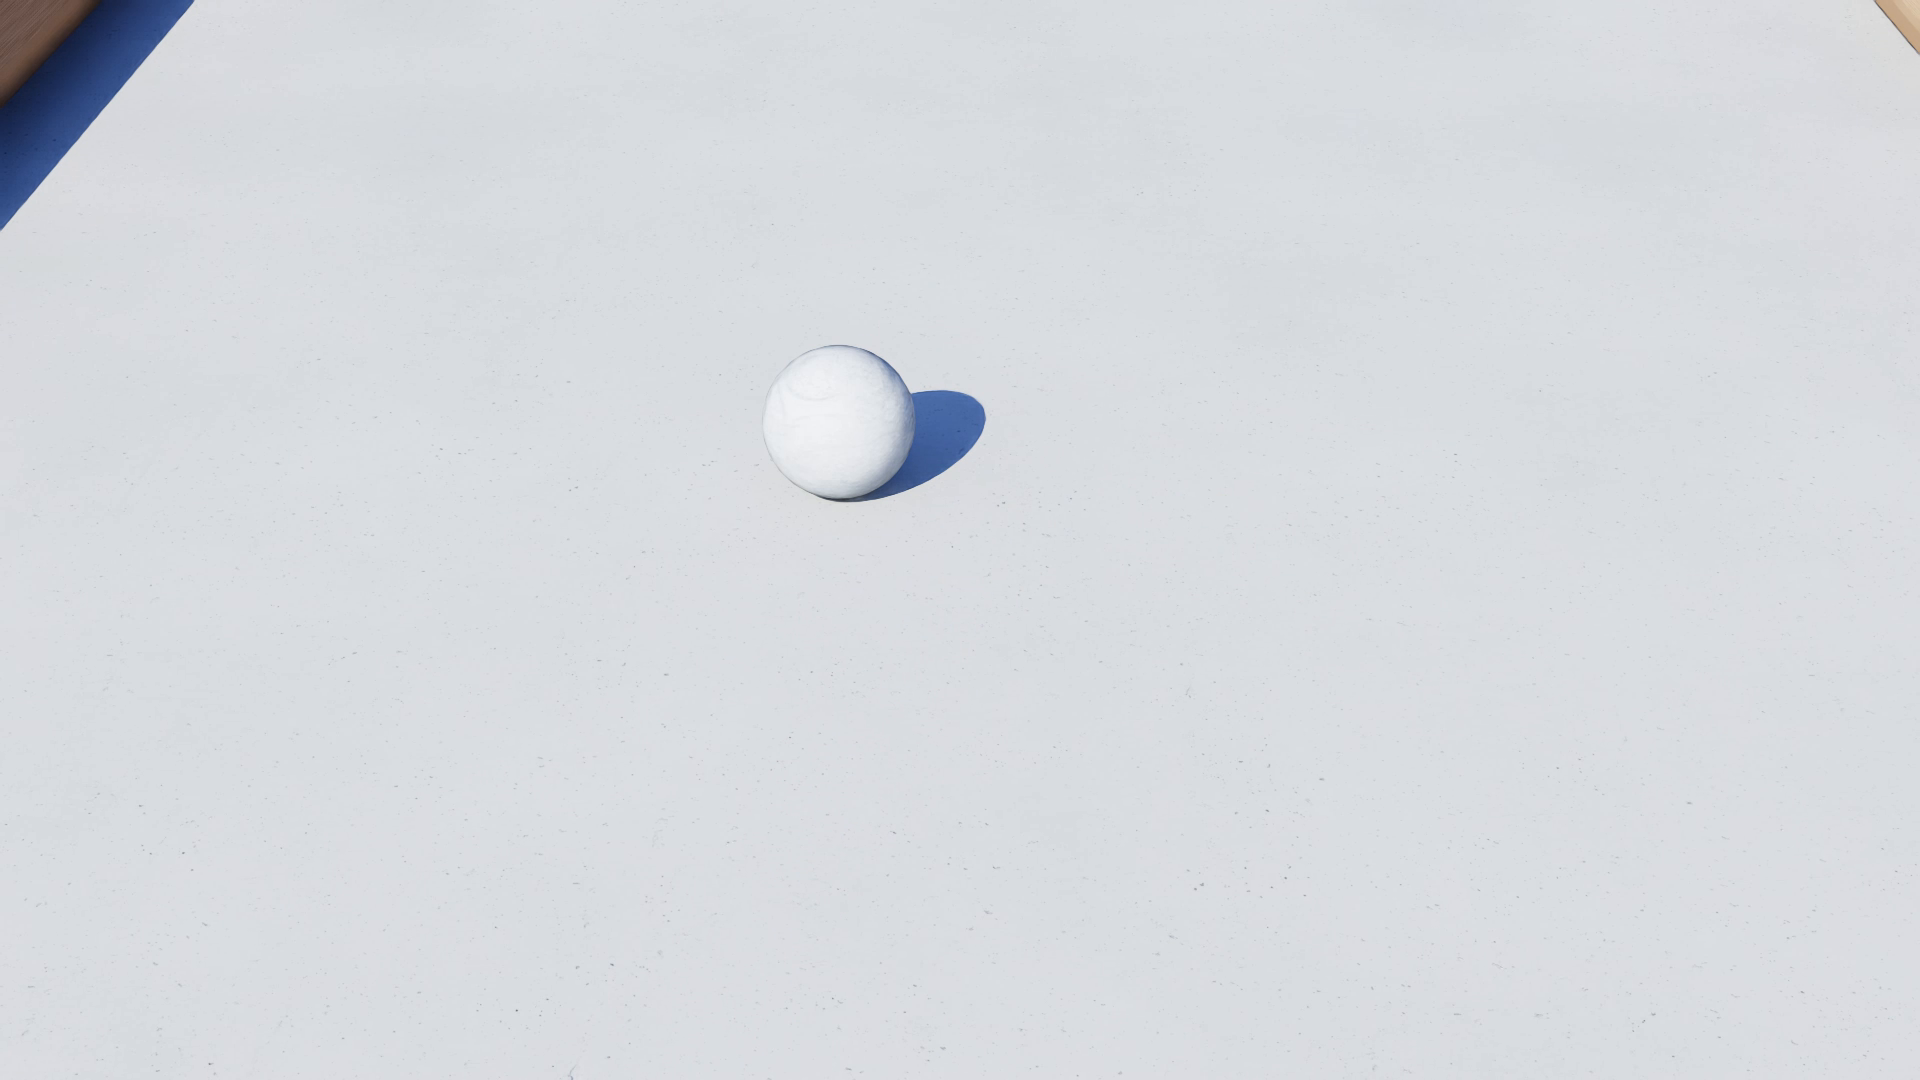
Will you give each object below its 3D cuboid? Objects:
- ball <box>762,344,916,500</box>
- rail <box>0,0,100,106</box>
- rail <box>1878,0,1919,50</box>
[{"bbox_3d":[-0.078,-0.077,1.907,0.100,0.100,0.100,0,28,0],"label":"ball"},{"bbox_3d":[-0.827,-0.408,2.505,0.045,0.130,3.168,1,28,1],"label":"rail"},{"bbox_3d":[0.864,-0.389,2.470,0.045,0.130,3.168,1,28,1],"label":"rail"}]
